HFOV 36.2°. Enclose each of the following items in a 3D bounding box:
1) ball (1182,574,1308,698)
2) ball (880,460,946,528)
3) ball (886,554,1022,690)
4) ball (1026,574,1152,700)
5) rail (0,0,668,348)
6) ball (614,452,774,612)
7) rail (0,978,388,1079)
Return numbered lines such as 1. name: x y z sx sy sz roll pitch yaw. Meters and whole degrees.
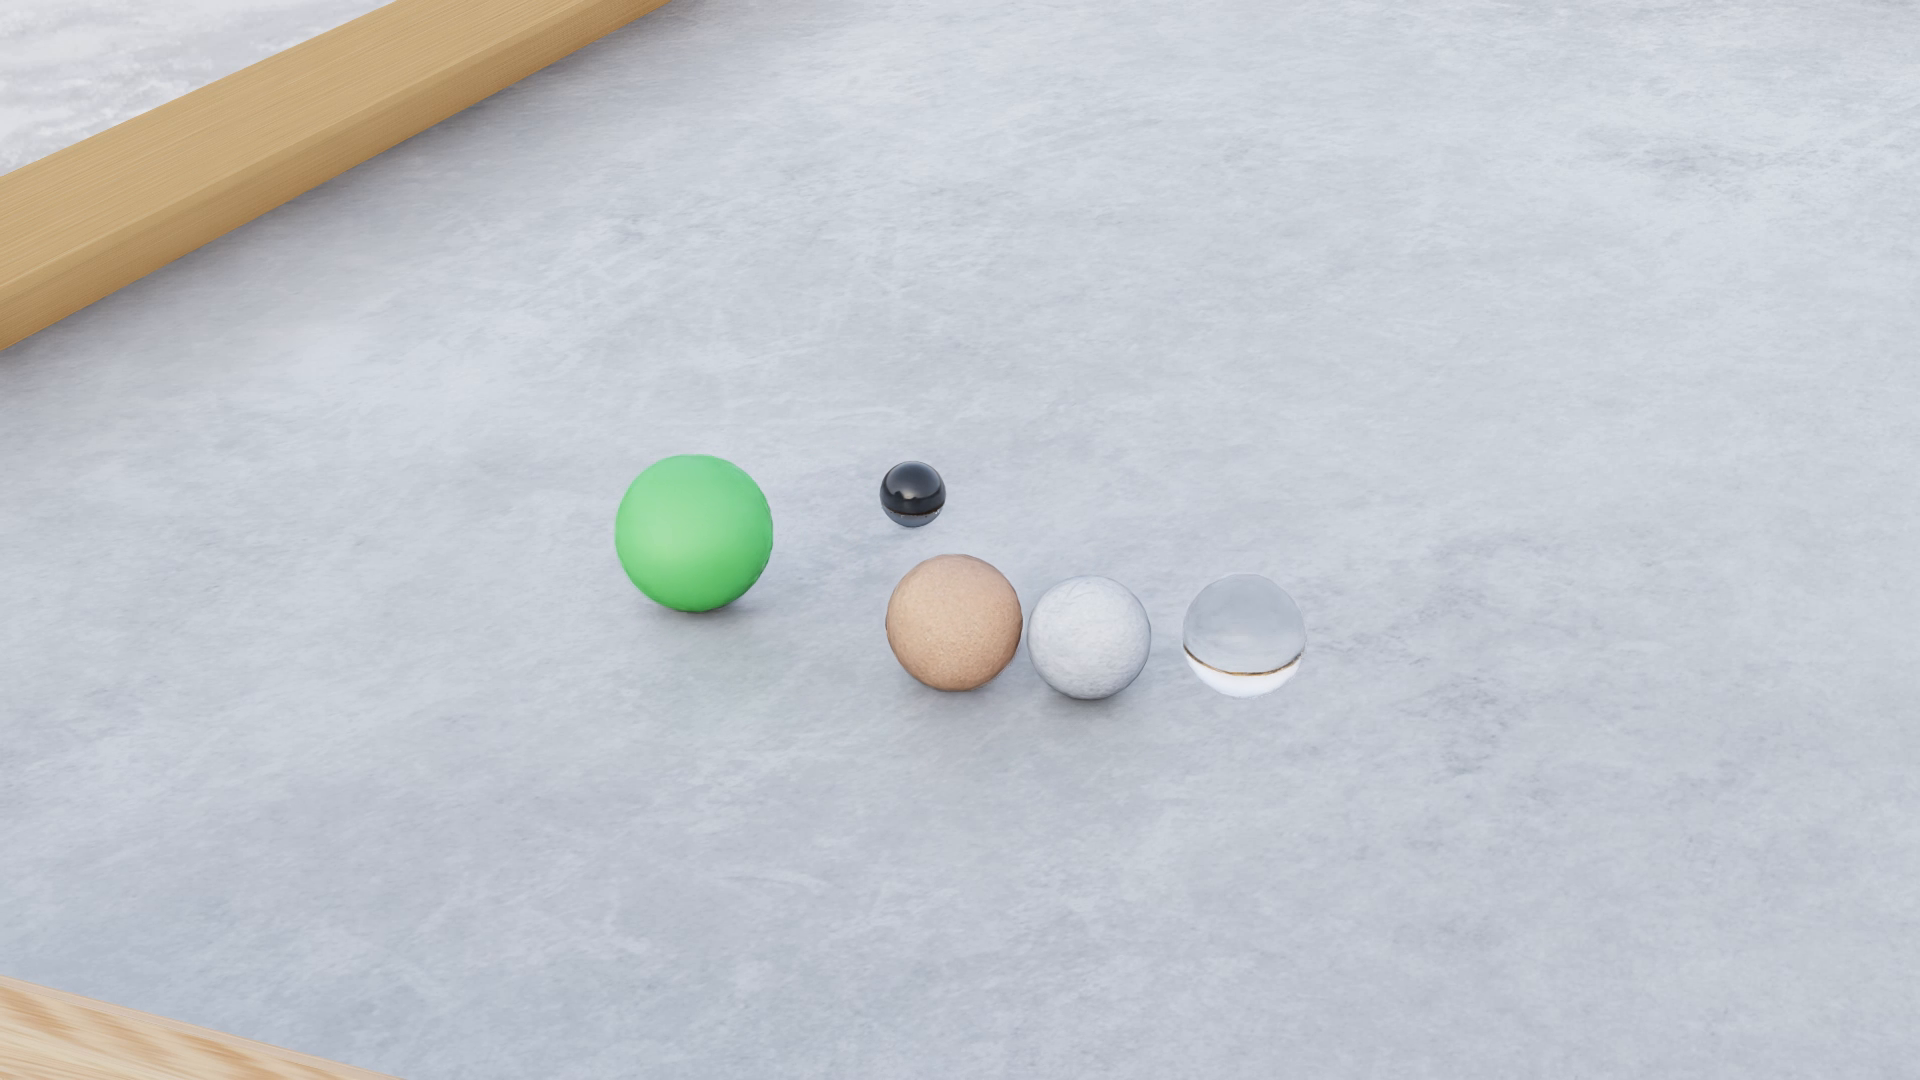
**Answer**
1. ball: 0.168 0.057 1.741 0.074 0.074 0.074 0 25 0
2. ball: -0.032 -0.031 1.962 0.045 0.045 0.045 0 25 0
3. ball: -0.003 0.049 1.749 0.082 0.082 0.082 0 25 0
4. ball: 0.076 0.057 1.739 0.074 0.074 0.074 0 25 0
5. rail: -0.476 -0.453 2.759 0.045 0.129 2.990 10 27 20
6. ball: -0.166 -0.005 1.842 0.099 0.099 0.099 0 25 0
7. rail: -0.273 0.257 1.246 1.684 0.129 0.045 10 27 20
